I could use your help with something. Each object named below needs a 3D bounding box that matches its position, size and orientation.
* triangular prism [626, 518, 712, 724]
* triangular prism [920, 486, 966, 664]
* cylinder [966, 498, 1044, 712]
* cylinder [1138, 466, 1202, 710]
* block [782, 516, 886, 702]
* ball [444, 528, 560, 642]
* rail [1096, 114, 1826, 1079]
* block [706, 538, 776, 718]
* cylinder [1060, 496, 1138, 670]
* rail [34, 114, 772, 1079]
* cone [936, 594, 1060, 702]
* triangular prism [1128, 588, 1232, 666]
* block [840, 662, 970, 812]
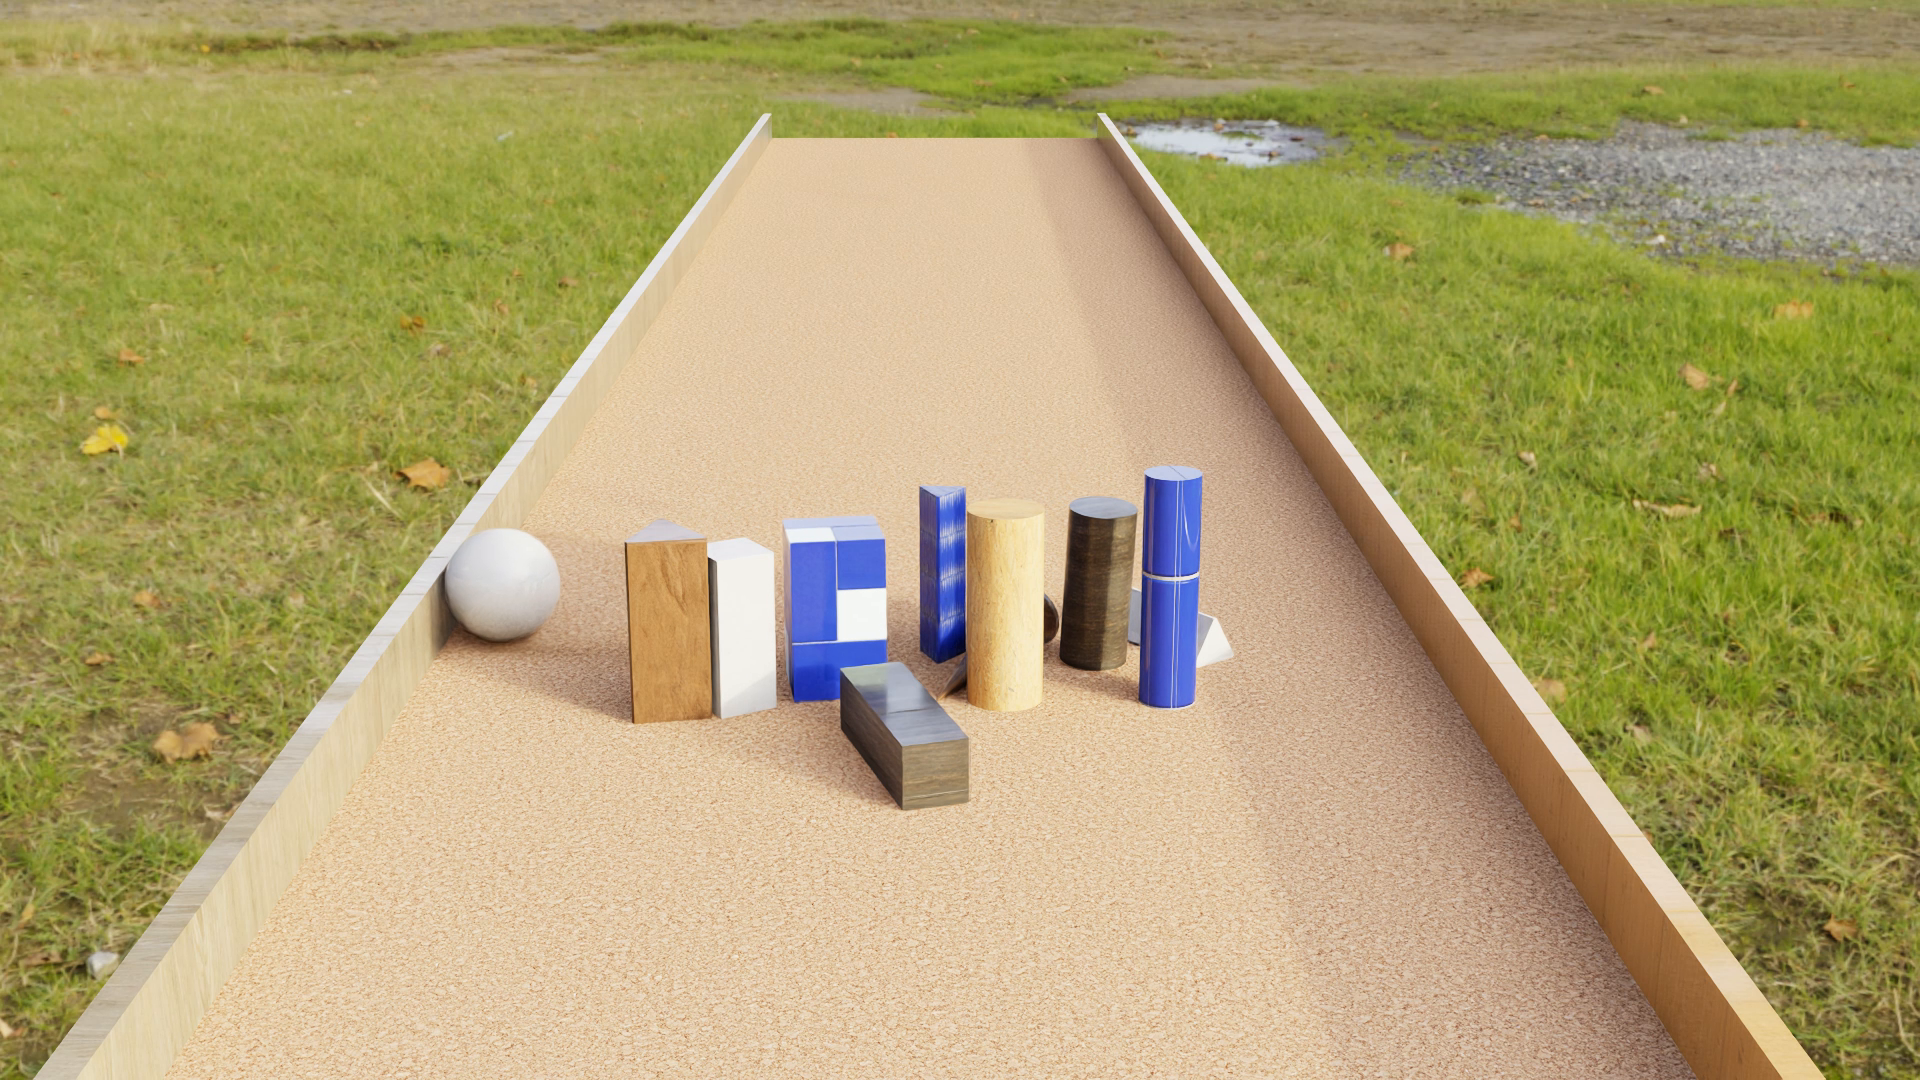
[{"bbox_3d":[-0.546,0.148,4.096,0.147,0.355,0.127,-3,19,-11],"label":"triangular prism"},{"bbox_3d":[-0.048,0.064,4.403,0.079,0.347,0.091,12,20,34],"label":"triangular prism"},{"bbox_3d":[0.086,0.122,4.157,0.145,0.376,0.145,0,17,0],"label":"cylinder"},{"bbox_3d":[0.395,0.091,4.135,0.108,0.448,0.108,0,17,0],"label":"cylinder"},{"bbox_3d":[-0.242,0.129,4.237,0.179,0.312,0.179,-3,15,-9],"label":"block"},{"bbox_3d":[-0.938,0.092,4.509,0.233,0.233,0.233,0,17,0],"label":"ball"},{"bbox_3d":[0.932,-0.844,7.801,0.050,0.150,12.000,0,17,-1],"label":"rail"},{"bbox_3d":[-0.426,0.164,4.135,0.116,0.307,0.116,-10,19,-31],"label":"block"},{"bbox_3d":[0.274,0.086,4.363,0.135,0.319,0.135,2,20,-1],"label":"cylinder"},{"bbox_3d":[-1.118,-0.838,7.780,0.050,0.150,12.000,0,17,-1],"label":"rail"},{"bbox_3d":[0.047,0.231,4.334,0.135,0.135,0.384,9,29,29],"label":"cone"},{"bbox_3d":[0.403,0.160,4.518,0.107,0.093,0.350,-12,21,-35],"label":"triangular prism"},{"bbox_3d":[-0.102,0.340,3.877,0.118,0.118,0.401,-5,17,-17],"label":"block"}]
